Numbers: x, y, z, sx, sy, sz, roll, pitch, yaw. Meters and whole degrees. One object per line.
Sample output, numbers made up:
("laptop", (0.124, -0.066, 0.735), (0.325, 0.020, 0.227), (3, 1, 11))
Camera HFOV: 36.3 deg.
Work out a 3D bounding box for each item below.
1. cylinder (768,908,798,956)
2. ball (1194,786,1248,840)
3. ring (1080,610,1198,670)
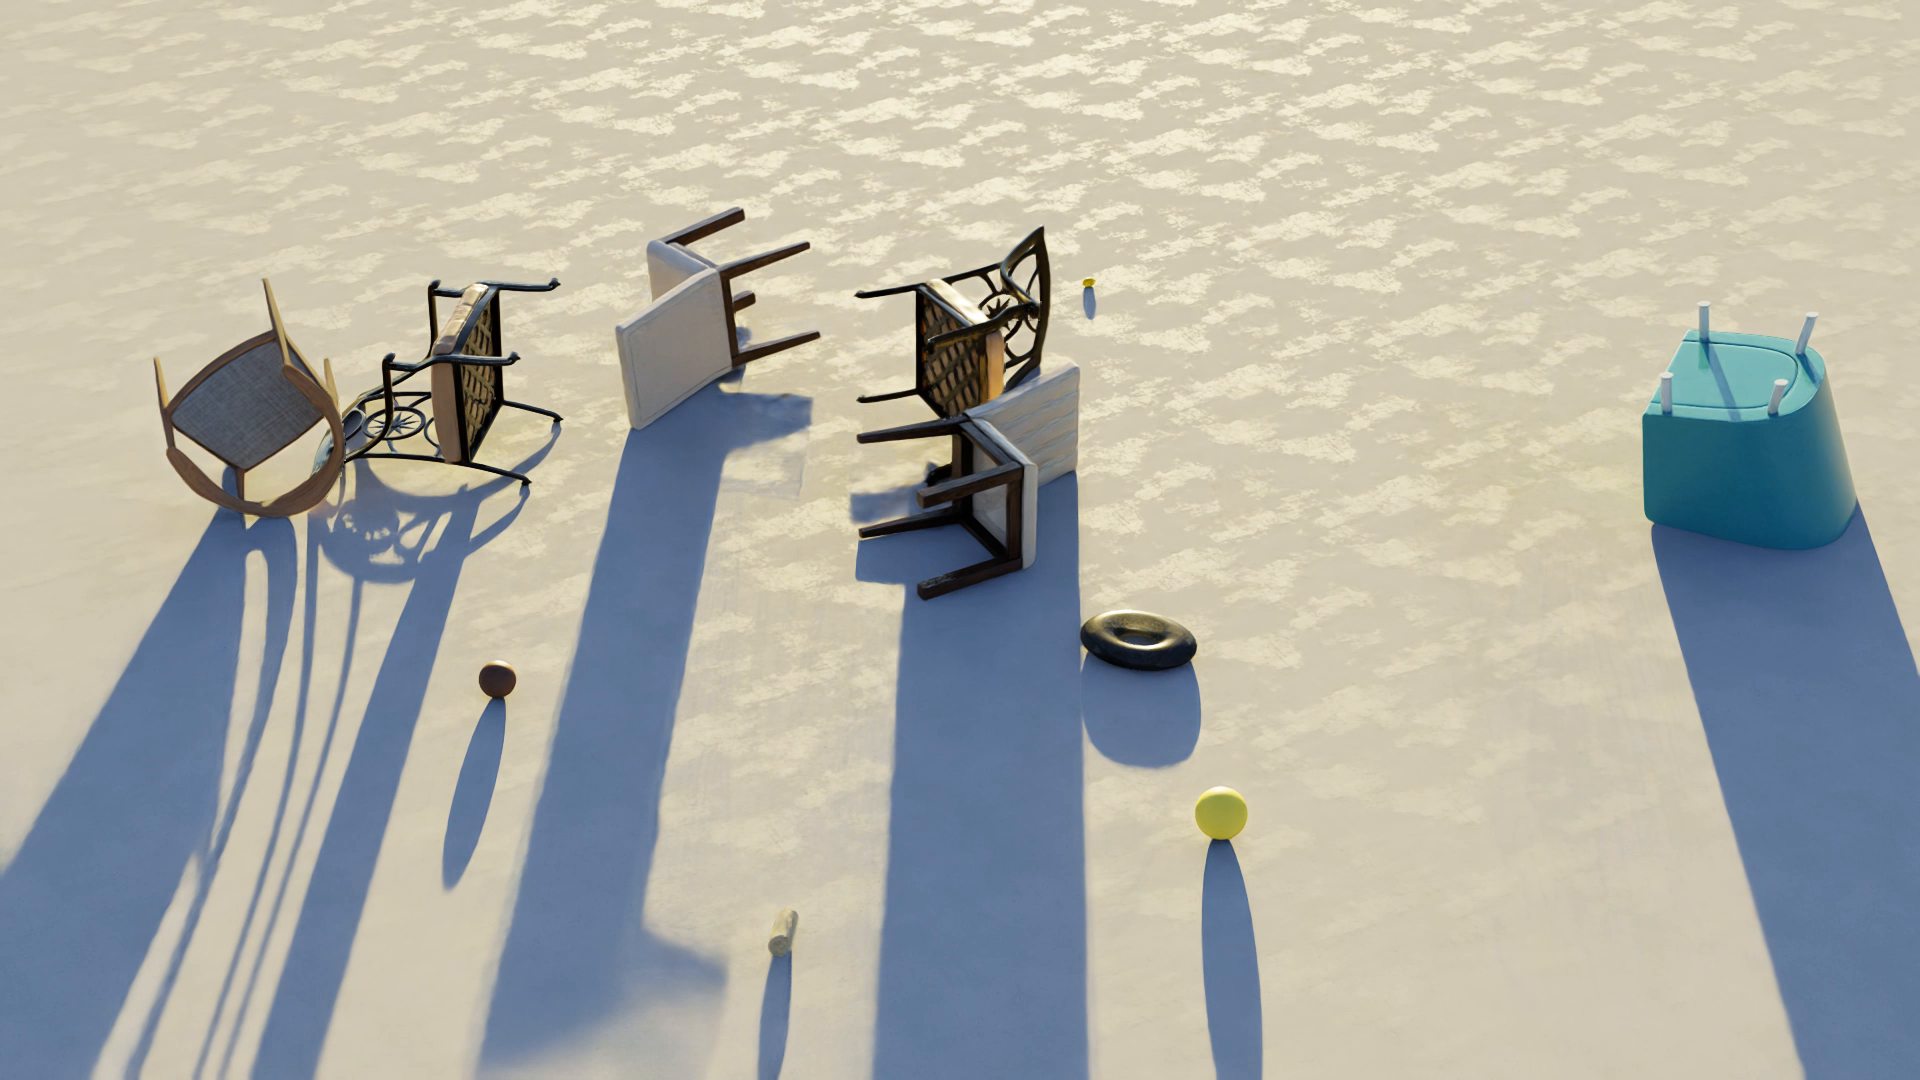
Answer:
("cylinder", (-0.545, 1.209, 9.032), (0.068, 0.091, 0.125), (28, 33, -9))
("ball", (0.842, 0.881, 9.452), (0.171, 0.171, 0.171), (0, 33, 0))
("ring", (0.629, 0.354, 10.341), (0.423, 0.075, 0.309), (11, 36, 15))
